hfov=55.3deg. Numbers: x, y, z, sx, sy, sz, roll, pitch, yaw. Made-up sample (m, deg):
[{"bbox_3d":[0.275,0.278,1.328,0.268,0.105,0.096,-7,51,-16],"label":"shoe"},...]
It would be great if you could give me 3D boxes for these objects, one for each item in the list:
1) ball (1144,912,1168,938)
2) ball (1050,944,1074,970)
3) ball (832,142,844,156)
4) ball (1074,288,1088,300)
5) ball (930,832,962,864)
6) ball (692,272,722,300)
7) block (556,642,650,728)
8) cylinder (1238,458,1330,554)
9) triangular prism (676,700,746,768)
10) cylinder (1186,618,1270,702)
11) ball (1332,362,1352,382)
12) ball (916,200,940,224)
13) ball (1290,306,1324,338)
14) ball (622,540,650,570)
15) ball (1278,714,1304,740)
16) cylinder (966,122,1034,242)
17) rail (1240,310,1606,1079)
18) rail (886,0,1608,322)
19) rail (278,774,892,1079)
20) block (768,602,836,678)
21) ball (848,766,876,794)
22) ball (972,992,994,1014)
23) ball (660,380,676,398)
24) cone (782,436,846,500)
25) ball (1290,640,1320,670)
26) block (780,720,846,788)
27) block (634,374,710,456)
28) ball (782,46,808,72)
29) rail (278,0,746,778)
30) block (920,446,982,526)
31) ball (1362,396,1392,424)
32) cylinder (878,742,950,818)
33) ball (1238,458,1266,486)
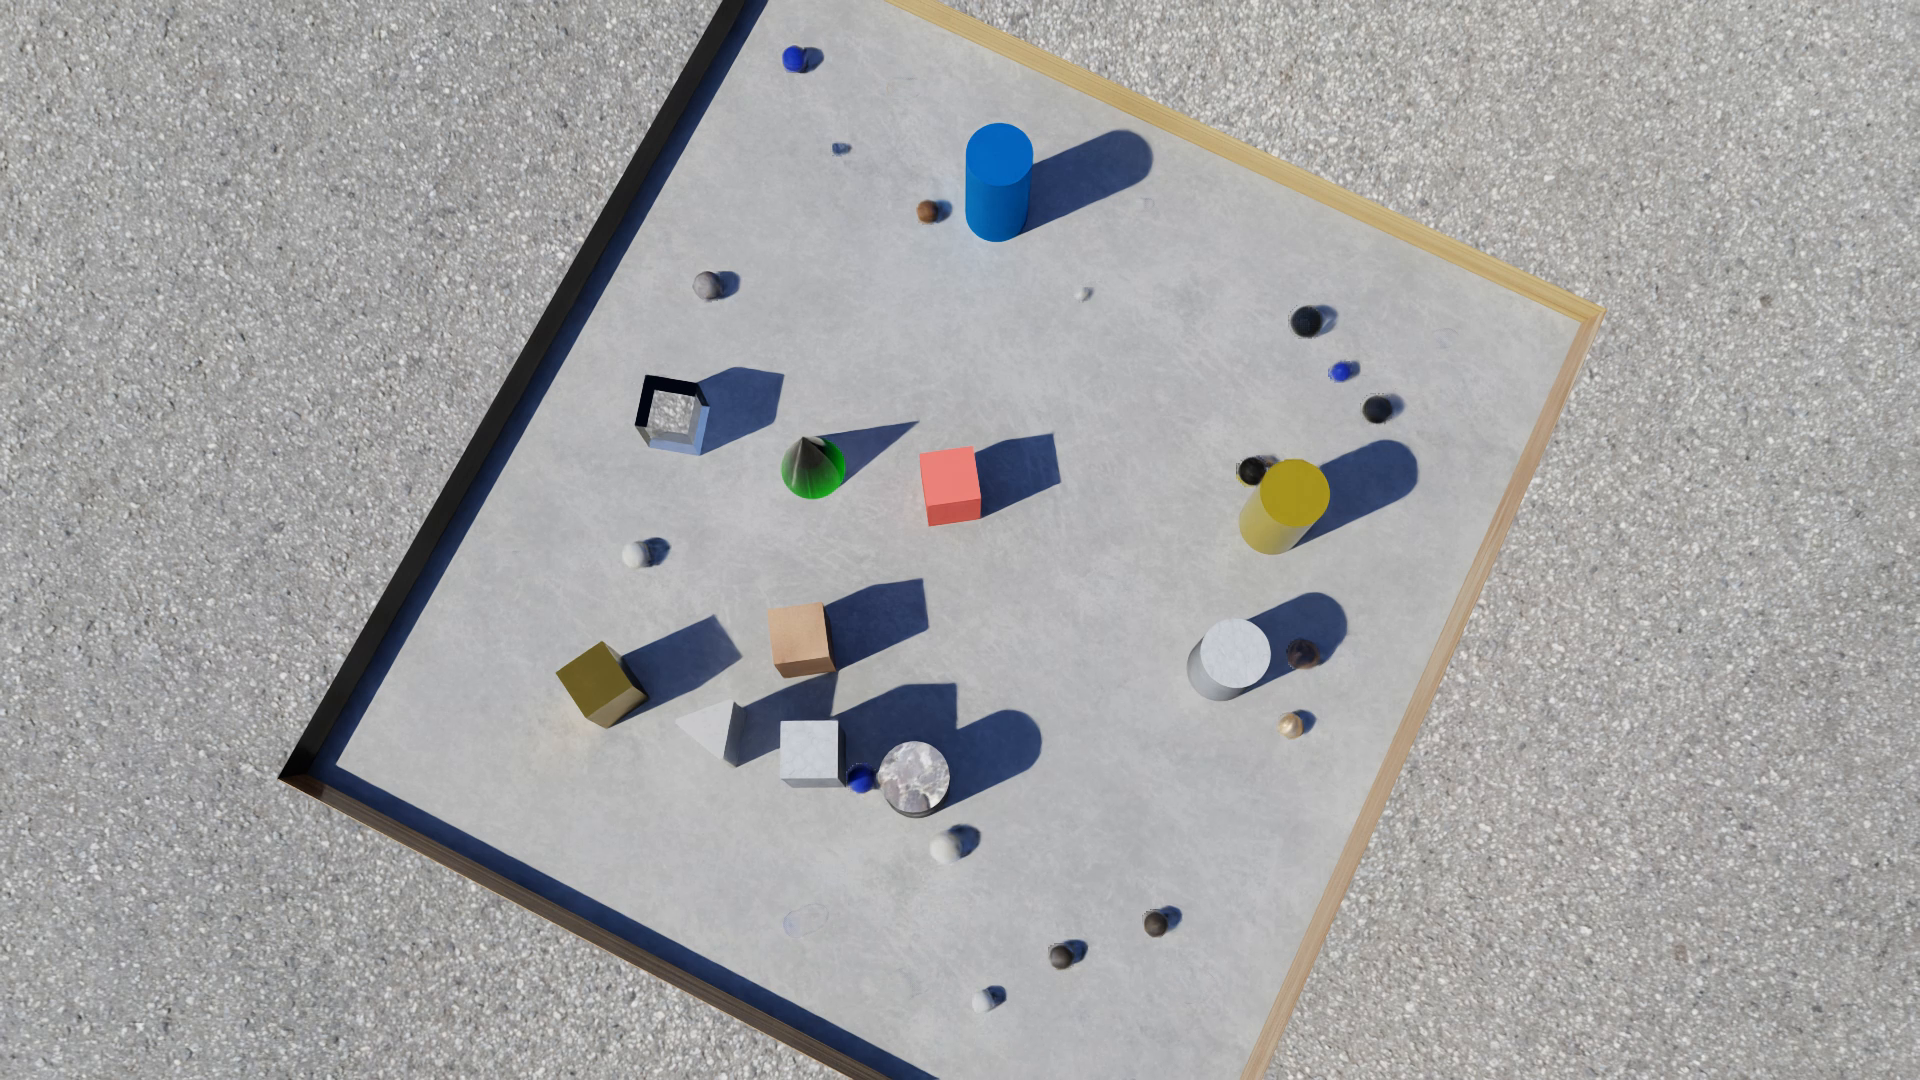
[{"bbox_3d":[0.572,1.123,5.347,0.074,0.074,0.074,0,78,0],"label":"ball"},{"bbox_3d":[0.295,1.214,5.329,0.072,0.072,0.072,0,78,0],"label":"ball"},{"bbox_3d":[-0.391,-1.250,5.855,0.041,0.041,0.041,0,78,0],"label":"ball"},{"bbox_3d":[0.381,-0.773,5.755,0.042,0.042,0.042,0,78,0],"label":"ball"},{"bbox_3d":[-0.042,0.904,5.381,0.094,0.094,0.094,0,78,0],"label":"ball"},{"bbox_3d":[-0.790,-0.795,5.735,0.090,0.090,0.090,0,78,0],"label":"ball"},{"bbox_3d":[-1.042,0.428,5.369,0.160,0.311,0.160,-35,80,-7],"label":"block"},{"bbox_3d":[0.956,-0.093,5.427,0.200,0.408,0.200,0,78,0],"label":"cylinder"},{"bbox_3d":[-0.693,0.541,5.345,0.173,0.313,0.150,39,81,7],"label":"triangular prism"},{"bbox_3d":[0.784,0.355,5.374,0.200,0.332,0.200,0,78,0],"label":"cylinder"},{"bbox_3d":[1.185,-0.522,5.693,0.063,0.063,0.063,0,78,0],"label":"ball"},{"bbox_3d":[-0.102,-1.038,5.795,0.073,0.073,0.073,0,78,0],"label":"ball"},{"bbox_3d":[1.080,-0.679,5.706,0.100,0.100,0.100,0,78,0],"label":"ball"},{"bbox_3d":[-0.982,0.046,5.563,0.086,0.086,0.086,0,78,0],"label":"ball"},{"bbox_3d":[0.988,0.556,5.464,0.074,0.074,0.074,0,78,0],"label":"ball"},{"bbox_3d":[0.116,-1.088,5.611,0.200,0.453,0.200,0,78,0],"label":"cylinder"},{"bbox_3d":[1.285,0.636,5.418,0.045,0.130,3.065,26,80,5],"label":"rail"},{"bbox_3d":[0.675,-1.314,5.821,2.920,0.130,0.045,26,80,5],"label":"rail"},{"bbox_3d":[-0.675,1.328,5.274,2.920,0.130,0.045,26,80,5],"label":"rail"},{"bbox_3d":[-0.463,0.298,5.393,0.160,0.317,0.160,-8,78,-2],"label":"block"},{"bbox_3d":[-0.291,0.710,5.427,0.082,0.082,0.082,0,78,0],"label":"ball"},{"bbox_3d":[0.066,1.340,5.307,0.064,0.064,0.064,0,78,0],"label":"ball"},{"bbox_3d":[-0.904,-0.468,5.688,0.050,0.050,0.050,0,78,0],"label":"ball"},{"bbox_3d":[-0.454,-0.261,5.477,0.200,0.379,0.200,0,78,0],"label":"cone"},{"bbox_3d":[1.034,0.345,5.499,0.091,0.091,0.091,0,78,0],"label":"ball"},{"bbox_3d":[-0.421,0.622,5.296,0.160,0.375,0.160,0,78,0],"label":"block"},{"bbox_3d":[-0.871,-0.376,5.562,0.160,0.260,0.160,10,78,2],"label":"block"},{"bbox_3d":[-0.532,-1.548,5.895,0.083,0.083,0.083,0,78,0],"label":"ball"},{"bbox_3d":[-1.285,-0.622,5.678,0.045,0.130,3.065,26,80,5],"label":"rail"},{"bbox_3d":[-0.029,-0.159,5.504,0.160,0.284,0.160,-8,78,-2],"label":"block"},{"bbox_3d":[1.287,-0.401,5.655,0.088,0.088,0.088,0,78,0],"label":"ball"},{"bbox_3d":[-0.129,0.698,5.313,0.200,0.312,0.200,0,78,0],"label":"cylinder"},{"bbox_3d":[0.896,-0.210,5.616,0.086,0.086,0.086,0,78,0],"label":"ball"}]
